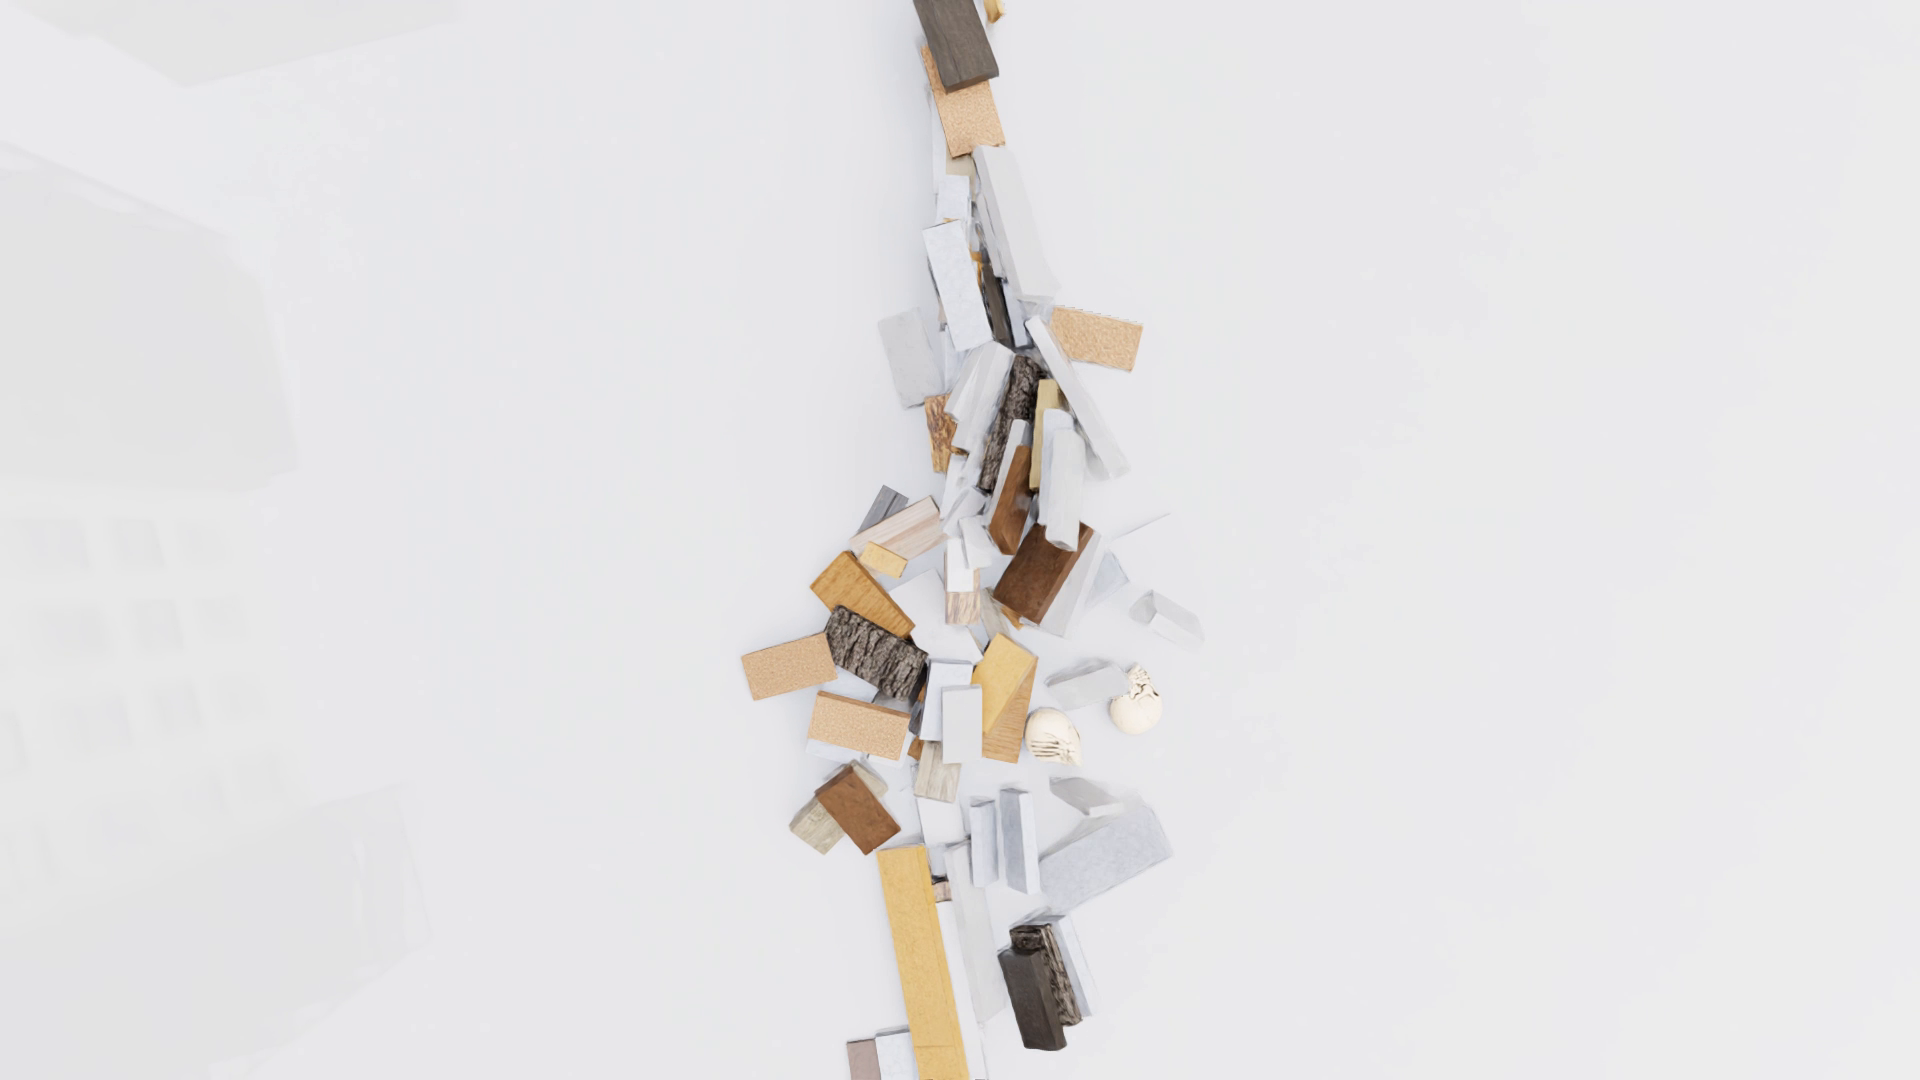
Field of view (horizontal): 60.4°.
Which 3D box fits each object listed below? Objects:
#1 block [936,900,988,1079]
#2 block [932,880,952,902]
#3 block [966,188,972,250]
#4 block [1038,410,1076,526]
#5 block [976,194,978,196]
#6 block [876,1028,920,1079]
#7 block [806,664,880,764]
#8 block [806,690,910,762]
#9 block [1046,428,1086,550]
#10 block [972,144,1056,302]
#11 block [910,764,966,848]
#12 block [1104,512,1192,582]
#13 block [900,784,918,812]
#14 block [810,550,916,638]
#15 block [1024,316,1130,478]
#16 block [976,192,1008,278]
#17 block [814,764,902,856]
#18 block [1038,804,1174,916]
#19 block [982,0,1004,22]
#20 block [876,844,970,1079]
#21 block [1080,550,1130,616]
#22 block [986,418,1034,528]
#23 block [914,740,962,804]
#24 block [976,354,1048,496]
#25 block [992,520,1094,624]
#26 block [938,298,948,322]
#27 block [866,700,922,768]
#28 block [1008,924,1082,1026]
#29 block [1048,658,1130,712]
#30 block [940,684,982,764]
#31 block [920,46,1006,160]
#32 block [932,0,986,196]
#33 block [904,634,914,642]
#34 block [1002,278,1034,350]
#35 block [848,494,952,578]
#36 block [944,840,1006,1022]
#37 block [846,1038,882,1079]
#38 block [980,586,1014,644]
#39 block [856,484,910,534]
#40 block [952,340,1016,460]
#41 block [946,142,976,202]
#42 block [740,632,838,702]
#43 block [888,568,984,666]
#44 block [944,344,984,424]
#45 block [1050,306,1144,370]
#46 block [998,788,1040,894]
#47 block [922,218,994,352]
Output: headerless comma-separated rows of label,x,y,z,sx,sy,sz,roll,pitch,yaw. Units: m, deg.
block,0.014,1.625,5.405,0.099,0.028,0.891,-10,89,7
block,-0.051,1.257,5.446,0.126,0.036,0.252,-15,89,1
block,-0.014,-1.035,5.311,0.096,0.027,0.193,2,83,1
block,0.308,-0.221,5.208,0.051,0.180,0.359,2,85,21
block,0.005,-1.294,5.434,0.155,0.044,0.310,-1,95,0
block,-0.163,1.861,5.477,0.166,0.047,0.463,-9,90,0
block,-0.375,0.552,5.447,0.178,0.050,0.356,16,90,0
block,-0.330,0.606,5.377,0.311,0.044,0.156,15,108,0
block,0.330,-0.155,5.123,0.049,0.175,0.349,2,80,21
block,0.171,-1.007,5.250,0.043,0.151,0.518,-26,74,44
block,-0.072,0.872,5.470,0.137,0.039,0.274,-10,90,-8
block,0.601,0.040,5.479,0.297,0.042,0.149,-25,90,0
block,-0.148,0.862,5.493,0.049,0.014,0.098,-41,90,0
block,-0.321,0.217,5.417,0.172,0.049,0.344,-46,76,14
block,0.382,-0.462,5.324,0.049,0.175,0.562,-30,81,12
block,0.146,-0.975,5.283,0.139,0.039,0.277,-3,74,-37
block,-0.334,0.889,5.409,0.149,0.042,0.297,-36,118,-1
block,0.463,1.041,5.358,0.452,0.050,0.178,-33,63,22
block,0.099,-1.735,5.276,0.020,0.069,0.138,-13,85,-30
block,-0.108,1.468,5.395,0.162,0.046,0.934,-12,89,30
block,0.426,0.155,5.421,0.242,0.034,0.121,-36,54,13
block,0.174,-0.196,5.296,0.044,0.155,0.355,12,81,25
block,-0.060,0.720,5.438,0.137,0.039,0.274,11,72,0
block,0.170,-0.359,5.332,0.050,0.177,0.446,14,84,25
block,0.271,0.078,5.399,0.180,0.051,0.359,30,90,32
block,-0.037,-0.764,5.344,0.057,0.016,0.113,7,102,-2
block,-0.215,0.626,5.466,0.121,0.034,0.242,17,91,-15
block,0.280,1.431,5.422,0.047,0.166,0.331,-18,90,-41
block,0.422,0.477,5.398,0.242,0.034,0.121,-21,122,26
block,0.005,0.597,5.350,0.130,0.037,0.260,-4,111,-11
block,0.011,-1.424,5.294,0.180,0.051,0.359,-16,93,1
block,-0.007,-1.565,5.362,0.180,0.051,0.865,-1,95,0
block,-0.116,0.277,5.459,0.242,0.034,0.121,5,77,3
block,0.185,-0.767,5.416,0.039,0.139,0.277,-13,89,12
block,-0.195,-0.008,5.436,0.311,0.044,0.155,-28,96,10
block,0.051,1.282,5.416,0.037,0.130,0.572,-8,95,35
block,-0.314,1.765,5.486,0.099,0.028,0.199,-8,90,0
block,0.123,0.295,5.455,0.072,0.020,0.283,-20,78,-7
block,-0.258,-0.077,5.486,0.097,0.028,0.194,29,90,0
block,0.097,-0.444,5.320,0.050,0.177,0.355,16,86,37
block,0.003,-1.291,5.347,0.096,0.027,0.384,0,95,0
block,-0.562,0.418,5.412,0.311,0.044,0.156,-17,90,26
block,-0.077,0.282,5.407,0.172,0.049,0.344,-29,78,0
block,0.044,-0.489,5.308,0.035,0.125,0.250,16,74,38
block,0.443,-0.668,5.471,0.301,0.043,0.151,12,96,0
block,0.195,0.987,5.416,0.046,0.162,0.325,-5,90,-23
block,-0.006,-0.812,5.275,0.125,0.035,0.404,-15,106,3
